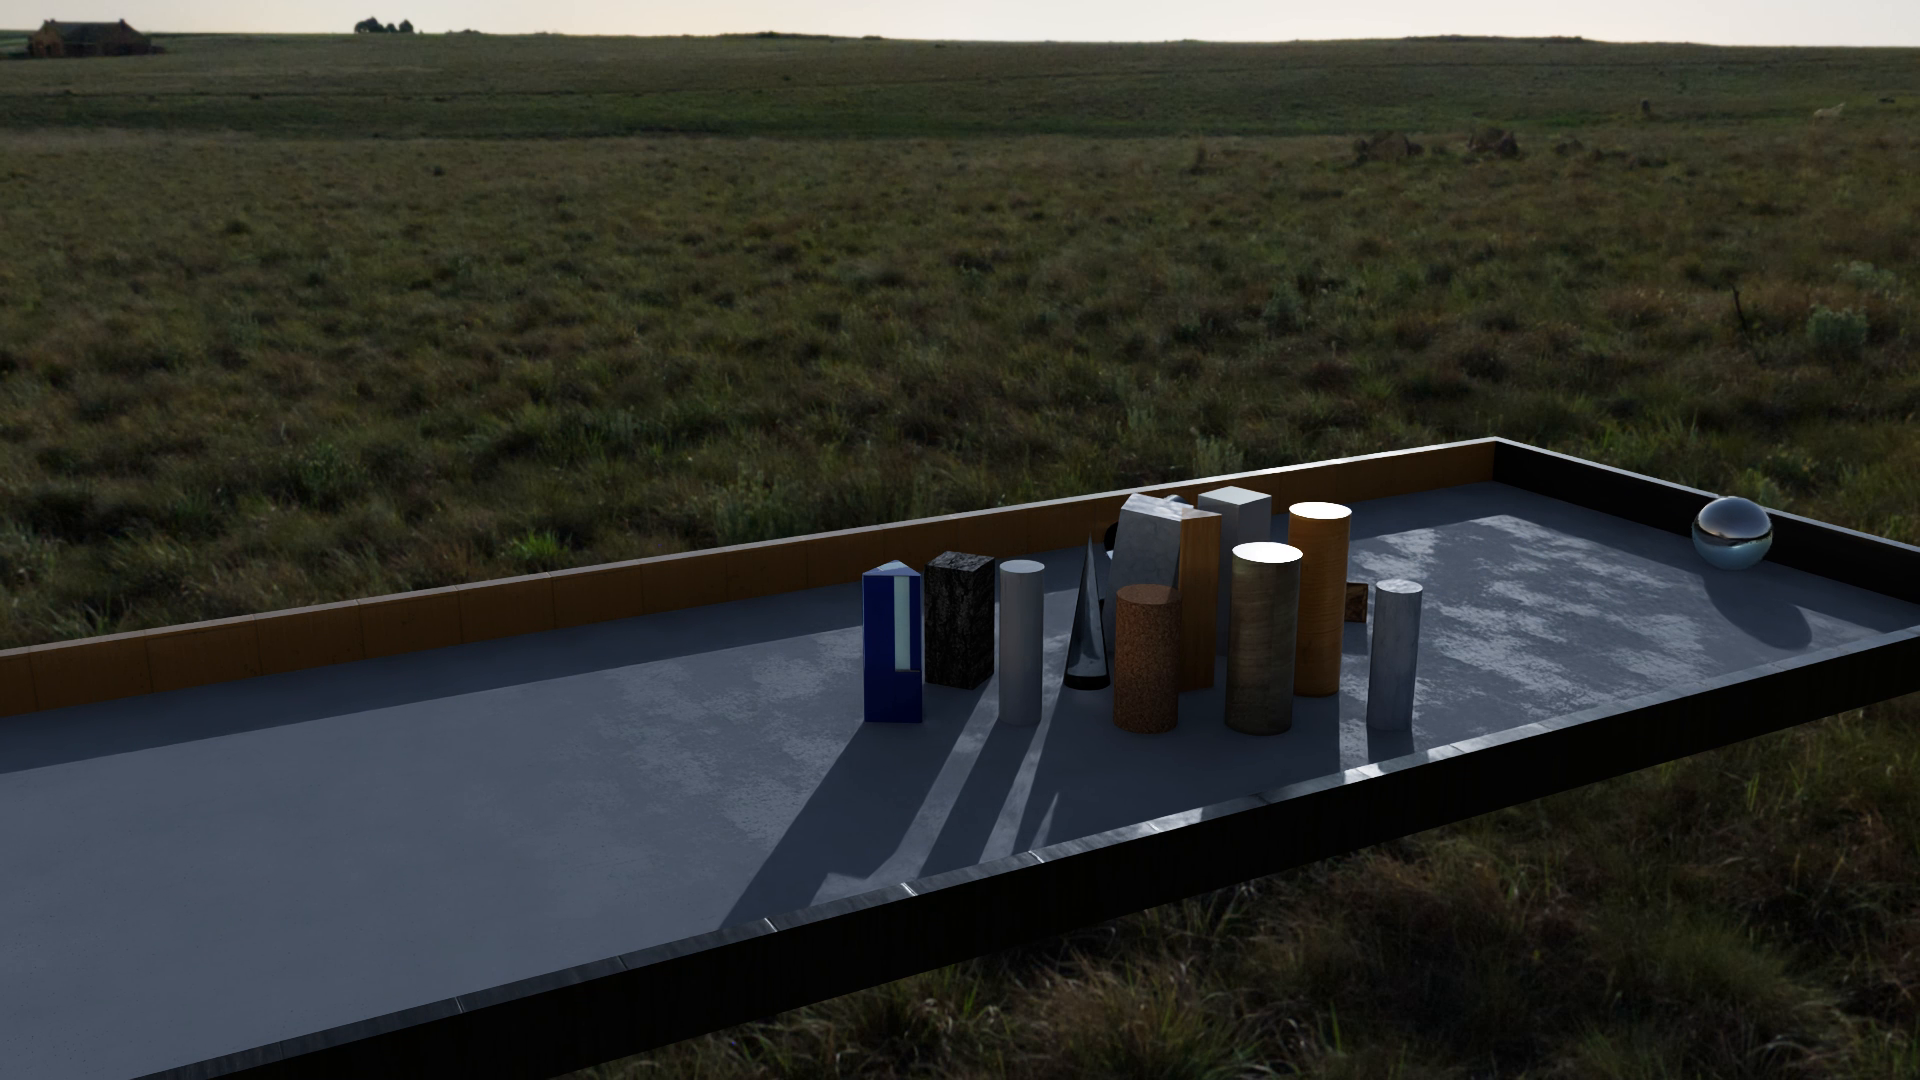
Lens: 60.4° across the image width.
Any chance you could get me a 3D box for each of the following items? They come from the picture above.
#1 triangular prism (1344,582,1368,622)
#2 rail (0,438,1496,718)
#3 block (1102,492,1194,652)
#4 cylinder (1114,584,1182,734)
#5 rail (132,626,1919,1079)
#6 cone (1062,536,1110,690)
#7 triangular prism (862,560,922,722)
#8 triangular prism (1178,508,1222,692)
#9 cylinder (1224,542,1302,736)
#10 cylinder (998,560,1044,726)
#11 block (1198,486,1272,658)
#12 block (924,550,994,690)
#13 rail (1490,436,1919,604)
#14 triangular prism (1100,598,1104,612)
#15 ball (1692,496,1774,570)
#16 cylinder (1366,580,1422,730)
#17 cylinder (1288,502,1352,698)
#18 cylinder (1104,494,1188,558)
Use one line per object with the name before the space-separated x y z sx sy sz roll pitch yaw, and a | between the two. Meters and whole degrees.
triangular prism | 0.941 0.155 4.650 0.404 0.095 0.110 4 16 12
rail | -3.305 0.497 3.399 12.000 0.150 0.050 -9 18 -27
block | 0.483 0.097 4.306 0.164 0.386 0.164 13 19 13
cylinder | 0.437 0.276 3.852 0.152 0.317 0.152 0 16 0
rail | -2.336 1.006 1.665 12.000 0.150 0.050 -9 18 -27
cone | 0.318 0.166 4.087 0.120 0.396 0.120 0 16 0
triangular prism | -0.154 0.238 3.898 0.135 0.364 0.117 1 16 3
triangular prism | 0.565 0.145 4.073 0.109 0.444 0.094 -7 18 -21
cylinder | 0.702 0.230 3.828 0.156 0.420 0.156 0 16 0
cylinder | 0.143 0.241 3.870 0.103 0.375 0.103 0 16 0
block | 0.713 0.083 4.333 0.135 0.416 0.135 -14 22 -40
block | 0.000 0.200 4.127 0.132 0.309 0.132 8 18 24
rail | 2.466 -0.048 5.253 0.050 0.150 2.100 -9 18 -27
triangular prism | 0.480 0.180 4.591 0.329 0.081 0.093 -12 20 -36
ball | 2.352 -0.020 5.024 0.226 0.226 0.226 0 16 0
cylinder | 1.011 0.268 3.843 0.104 0.338 0.104 0 16 0
cylinder | 0.871 0.147 4.046 0.146 0.456 0.146 0 16 0
cylinder | 0.601 -0.033 5.212 0.143 0.143 0.372 9 19 29
